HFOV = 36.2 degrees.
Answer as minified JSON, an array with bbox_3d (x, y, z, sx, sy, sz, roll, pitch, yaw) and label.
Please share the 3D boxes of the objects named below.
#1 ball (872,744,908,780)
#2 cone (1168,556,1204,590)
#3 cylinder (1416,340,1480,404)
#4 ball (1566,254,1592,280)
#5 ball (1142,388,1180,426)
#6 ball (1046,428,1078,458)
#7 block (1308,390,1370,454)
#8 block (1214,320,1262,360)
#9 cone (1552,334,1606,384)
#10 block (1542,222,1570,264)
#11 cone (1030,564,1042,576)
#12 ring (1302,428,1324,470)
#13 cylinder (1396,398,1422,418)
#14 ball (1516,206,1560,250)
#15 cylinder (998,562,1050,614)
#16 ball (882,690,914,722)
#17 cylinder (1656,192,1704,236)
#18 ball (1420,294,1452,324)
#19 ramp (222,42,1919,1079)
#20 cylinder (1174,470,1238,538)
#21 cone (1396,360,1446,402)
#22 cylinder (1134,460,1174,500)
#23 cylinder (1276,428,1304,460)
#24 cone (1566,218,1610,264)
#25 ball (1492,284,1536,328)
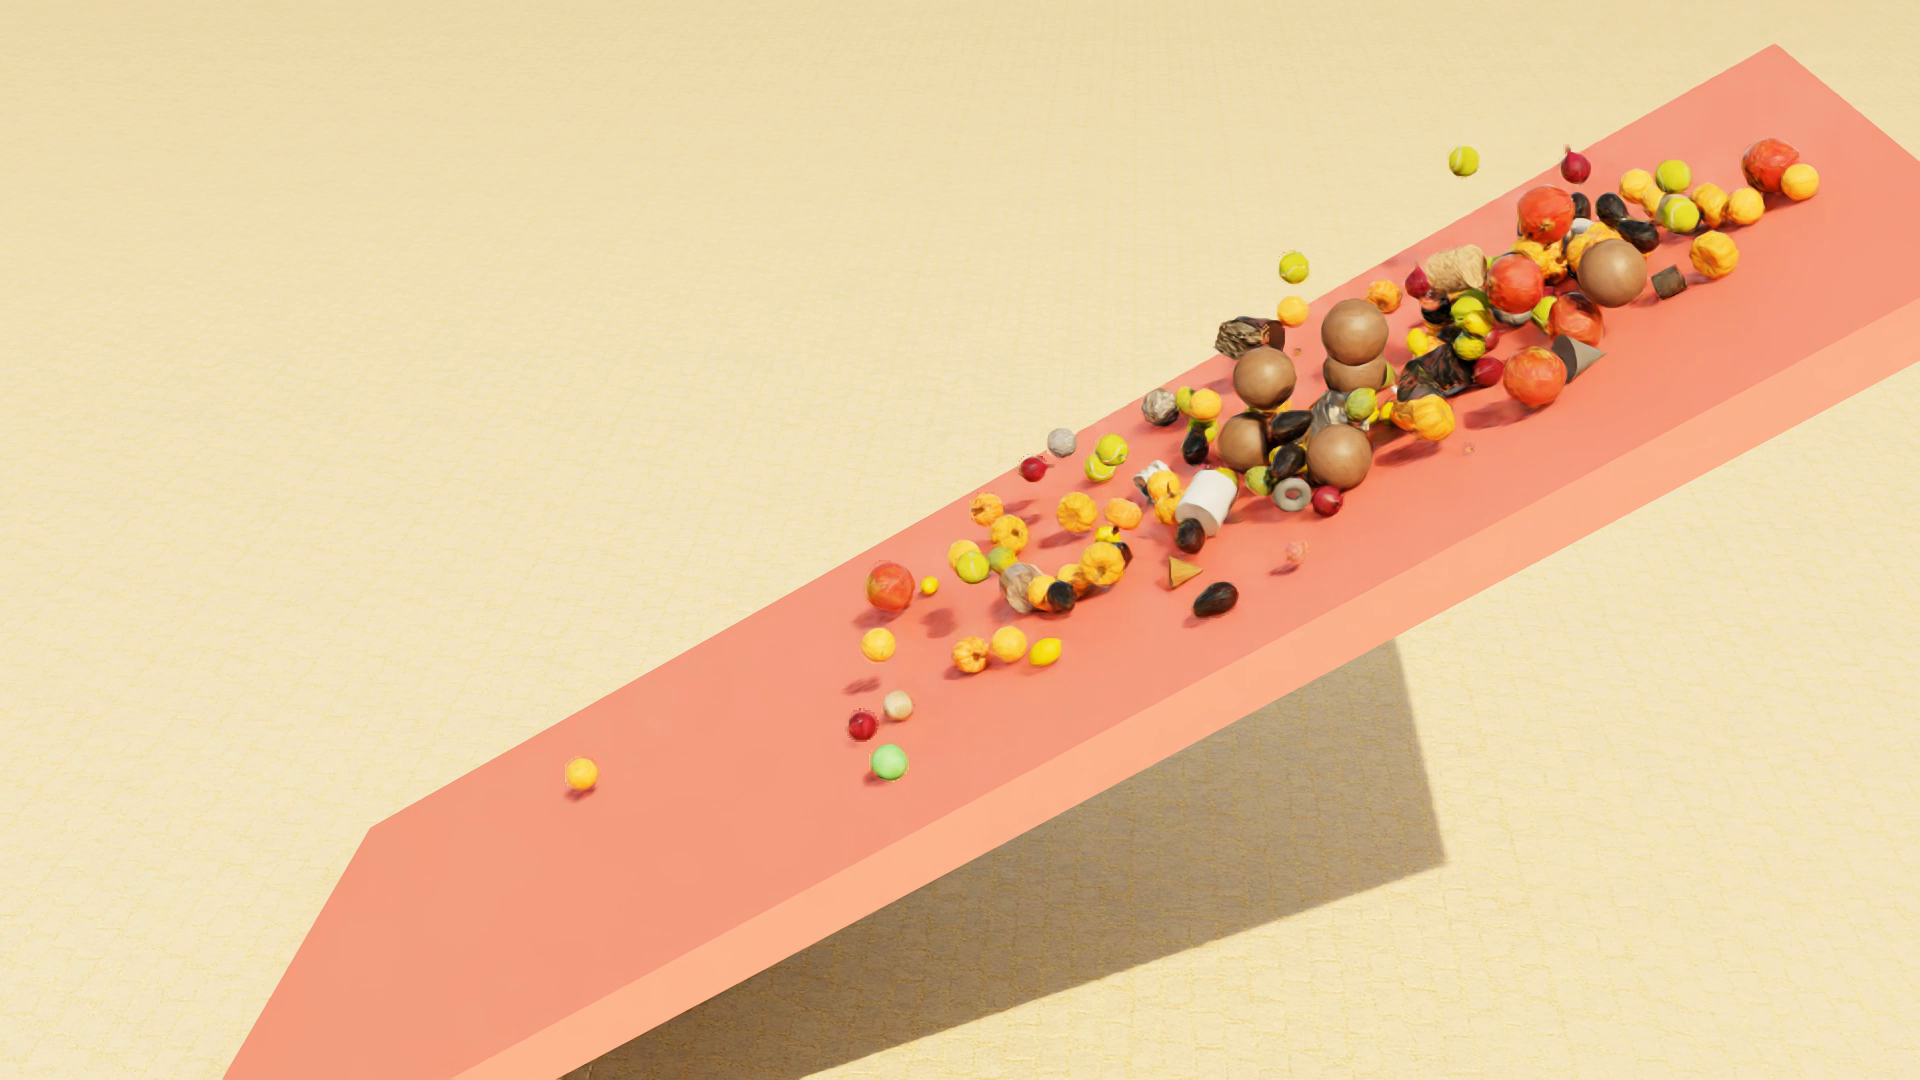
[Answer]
[{"bbox_3d":[-0.136,0.429,5.674,0.070,0.070,0.070,0,19,0],"label":"ball"},{"bbox_3d":[0.445,0.062,5.749,0.068,0.068,0.068,-5,19,-1],"label":"cone"},{"bbox_3d":[0.960,-0.334,5.824,0.097,0.097,0.097,-28,-4,42],"label":"cylinder"},{"bbox_3d":[1.270,-0.558,6.026,0.052,0.052,0.052,0,19,0],"label":"ball"},{"bbox_3d":[0.464,-0.306,6.790,0.088,0.088,0.088,0,19,0],"label":"ball"},{"bbox_3d":[0.221,-0.212,6.384,0.066,0.066,0.066,0,19,0],"label":"ball"},{"bbox_3d":[0.751,-0.234,5.831,0.084,0.084,0.084,8,55,-17],"label":"block"},{"bbox_3d":[0.606,-0.436,6.418,0.064,0.064,0.064,-10,34,-42],"label":"block"},{"bbox_3d":[1.180,-0.347,5.547,0.093,0.093,0.093,-9,21,-18],"label":"cone"},{"bbox_3d":[1.270,-0.630,6.247,0.058,0.058,0.058,-23,17,32],"label":"block"},{"bbox_3d":[0.144,0.086,6.291,0.057,0.057,0.057,-2,-15,-7],"label":"cone"},{"bbox_3d":[0.708,-0.185,5.903,0.029,0.088,0.088,-5,20,-5],"label":"ring"},{"bbox_3d":[0.892,-0.271,5.844,0.053,0.053,0.053,3,10,10],"label":"cylinder"},{"bbox_3d":[1.196,-0.646,6.078,0.090,0.090,0.090,0,19,0],"label":"ball"},{"bbox_3d":[0.133,0.101,6.140,0.090,0.090,0.090,-4,12,-10],"label":"cylinder"},{"bbox_3d":[-0.125,0.337,5.967,0.062,0.062,0.062,0,19,0],"label":"ball"},{"bbox_3d":[1.440,-0.654,5.888,0.072,0.072,0.072,15,18,-6],"label":"cylinder"},{"bbox_3d":[0.984,-0.478,6.079,0.063,0.063,0.063,0,19,0],"label":"ball"},{"bbox_3d":[0.142,0.168,6.287,4.000,0.100,2.000,-29,15,12],"label":"ramp"},{"bbox_3d":[0.494,-0.074,5.902,0.097,0.097,0.097,11,51,29],"label":"cylinder"},{"bbox_3d":[0.896,-0.293,5.643,0.085,0.085,0.085,16,15,-15],"label":"cone"},{"bbox_3d":[0.419,-0.130,6.364,0.062,0.062,0.062,-37,33,-19],"label":"cylinder"},{"bbox_3d":[0.683,-0.197,6.037,0.052,0.052,0.052,-21,17,9],"label":"cylinder"},{"bbox_3d":[1.295,-0.609,6.161,0.092,0.092,0.092,17,46,-18],"label":"cone"},{"bbox_3d":[1.126,-0.475,5.983,0.087,0.087,0.087,0,19,0],"label":"ball"}]
